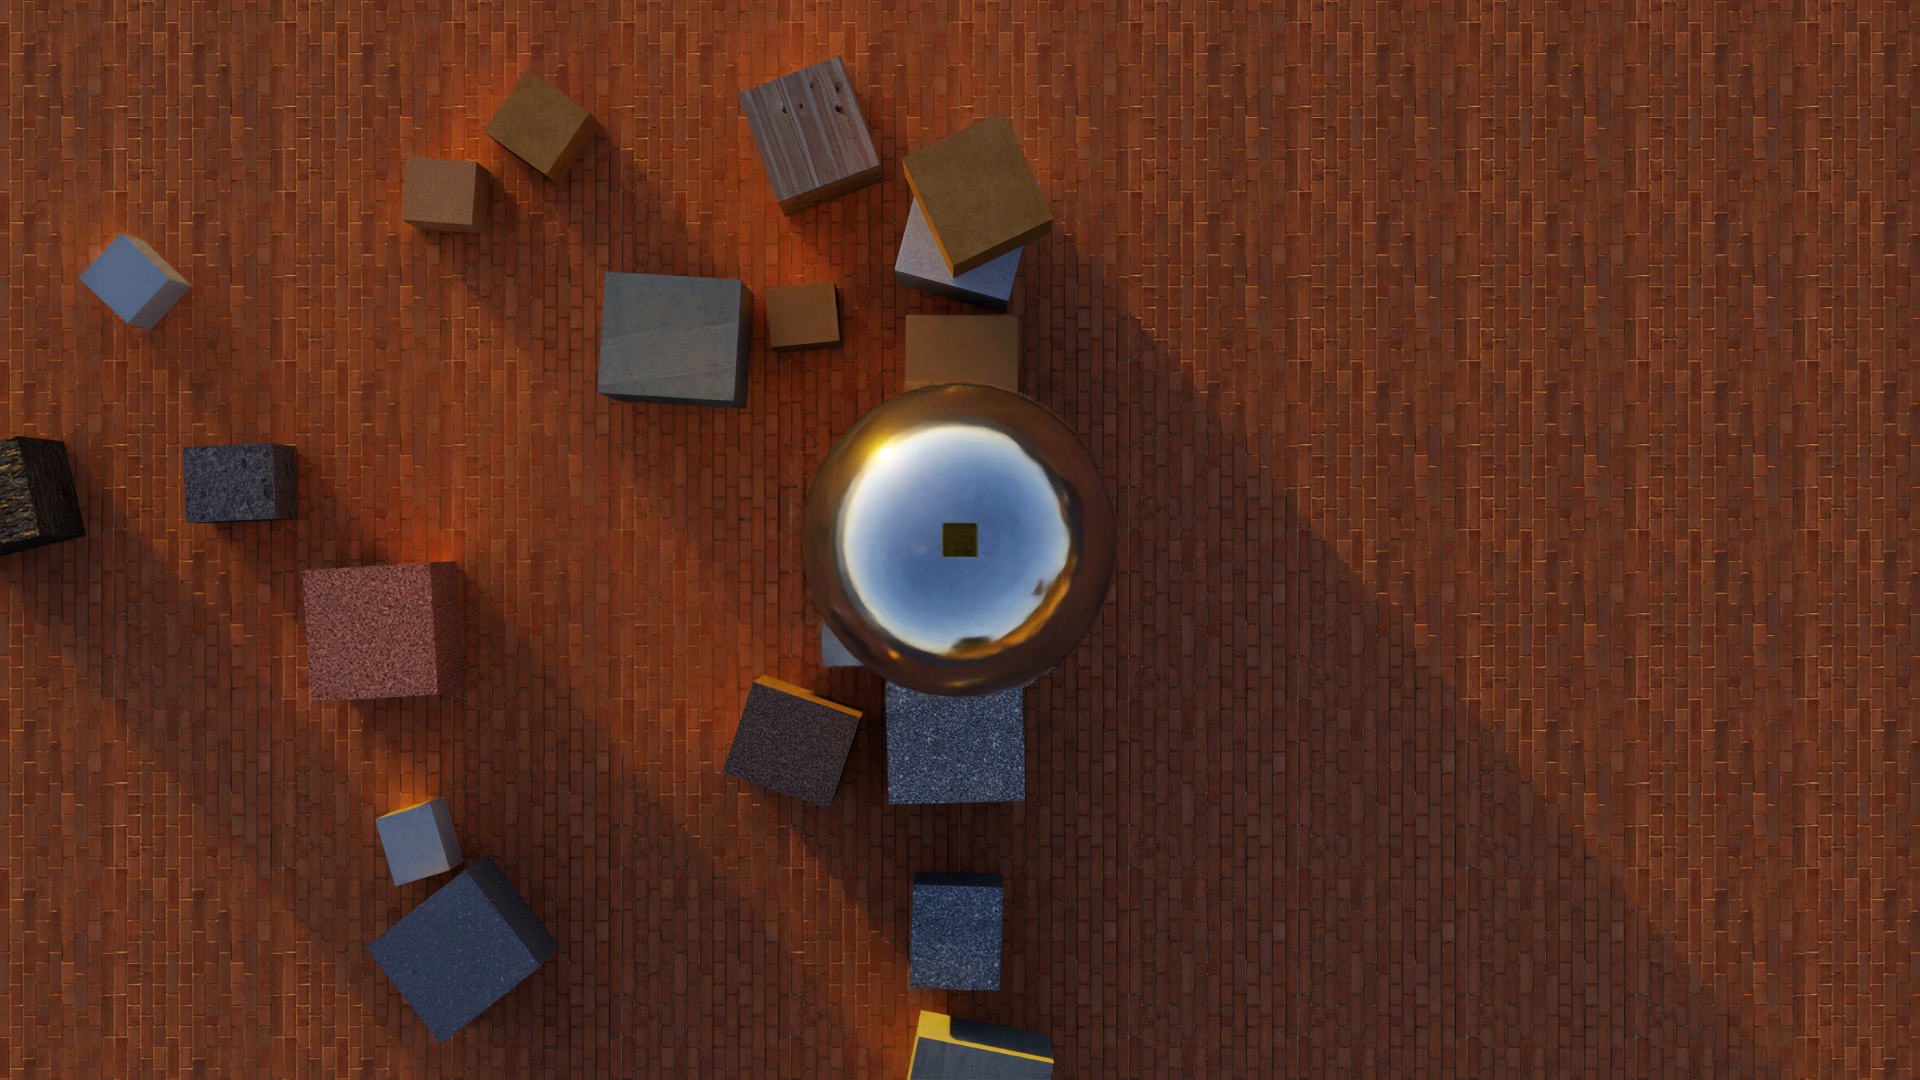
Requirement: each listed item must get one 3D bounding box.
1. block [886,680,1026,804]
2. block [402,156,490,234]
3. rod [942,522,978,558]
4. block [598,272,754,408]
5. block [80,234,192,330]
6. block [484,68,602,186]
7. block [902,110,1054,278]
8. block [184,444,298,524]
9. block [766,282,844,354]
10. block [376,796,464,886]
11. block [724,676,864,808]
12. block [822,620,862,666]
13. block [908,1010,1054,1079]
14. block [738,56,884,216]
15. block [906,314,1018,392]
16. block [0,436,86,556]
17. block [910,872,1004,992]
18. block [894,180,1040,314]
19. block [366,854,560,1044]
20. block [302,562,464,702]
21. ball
[{"bbox_3d":[-0.027,1.084,12.578,0.756,0.843,0.738,-2,90,0],"label":"block"},{"bbox_3d":[-2.995,-2.010,12.823,0.401,0.355,0.365,4,90,0],"label":"block"},{"bbox_3d":[-0.002,0.000,7.760,0.080,5.200,0.080,0,90,0],"label":"rod"},{"bbox_3d":[-1.622,-1.138,12.638,0.762,0.724,0.678,4,90,0],"label":"block"},{"bbox_3d":[-4.801,-1.504,12.815,0.382,0.369,0.354,44,90,0],"label":"block"},{"bbox_3d":[-2.427,-2.399,12.803,0.439,0.395,0.441,35,90,0],"label":"block"},{"bbox_3d":[0.096,-1.877,12.018,0.594,0.567,0.635,-25,90,0],"label":"block"},{"bbox_3d":[-4.178,-0.327,12.788,0.511,0.425,0.433,-3,90,0],"label":"block"},{"bbox_3d":[-0.903,-1.293,12.798,0.394,0.404,0.342,-6,90,0],"label":"block"},{"bbox_3d":[-3.147,1.753,12.822,0.328,0.357,0.401,-17,90,0],"label":"block"},{"bbox_3d":[-0.948,1.154,12.685,0.635,0.631,0.540,19,90,0],"label":"block"},{"bbox_3d":[-0.430,0.365,12.690,0.692,0.621,0.687,0,90,0],"label":"block"},{"bbox_3d":[0.077,3.207,12.656,0.772,0.688,0.718,11,90,0],"label":"block"},{"bbox_3d":[-0.853,-2.323,12.712,0.622,0.575,0.656,-20,90,0],"label":"block"},{"bbox_3d":[0.008,-0.931,12.668,0.631,0.664,0.664,0,90,0],"label":"block"},{"bbox_3d":[-5.528,-0.235,12.675,0.608,0.649,0.575,-13,90,0],"label":"block"},{"bbox_3d":[-0.020,2.261,12.749,0.514,0.501,0.588,2,90,0],"label":"block"},{"bbox_3d":[0.041,-1.757,12.651,0.660,0.698,0.689,15,90,0],"label":"block"},{"bbox_3d":[-2.858,2.350,12.699,0.714,0.603,0.692,-38,90,0],"label":"block"},{"bbox_3d":[-3.314,0.519,12.677,0.717,0.646,0.744,-4,90,0],"label":"block"},{"bbox_3d":[-0.004,0.000,11.160,1.600,1.600,1.600,0,90,0],"label":"ball"}]
